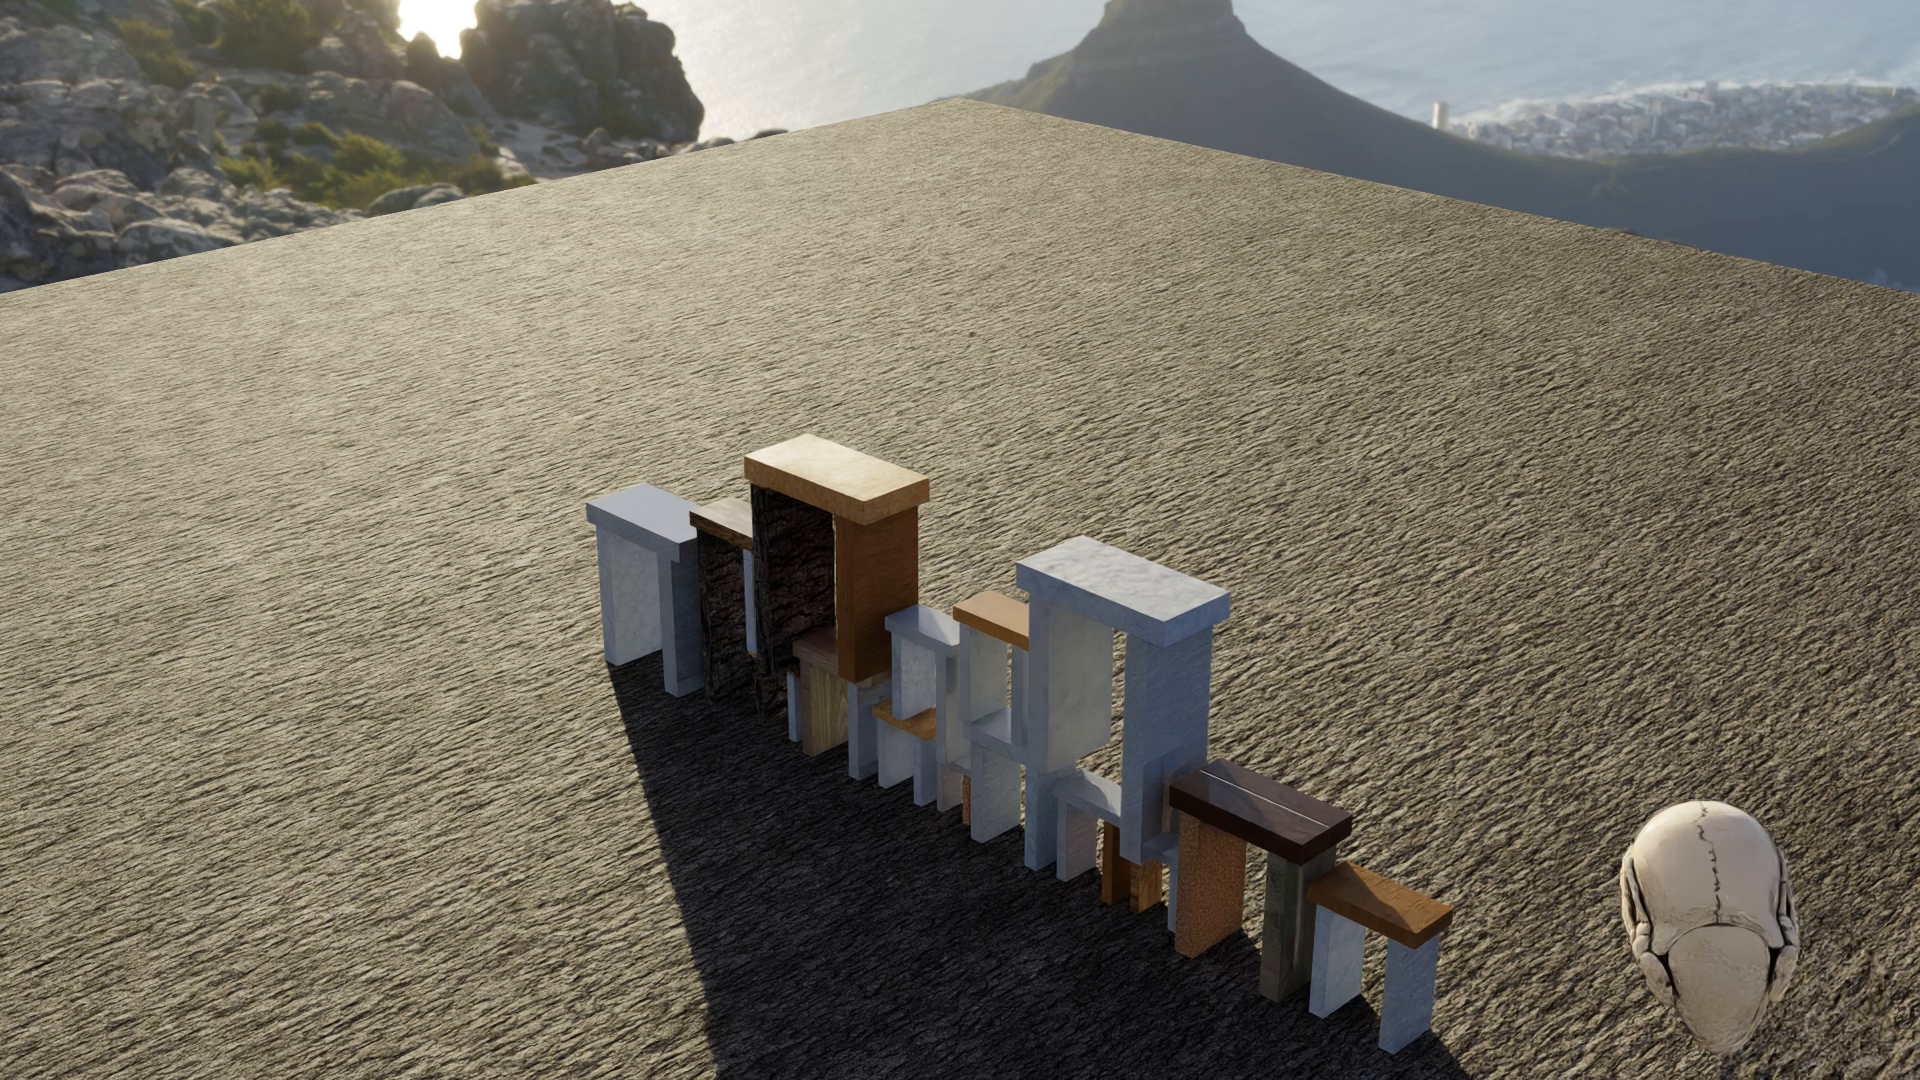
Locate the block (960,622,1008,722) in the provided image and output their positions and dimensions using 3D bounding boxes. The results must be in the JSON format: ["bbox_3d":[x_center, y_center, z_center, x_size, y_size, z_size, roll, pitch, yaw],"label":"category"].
[{"bbox_3d":[0.046,0.243,4.282,0.029,0.206,0.103,21,31,40],"label":"block"}]

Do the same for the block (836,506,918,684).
[{"bbox_3d":[-0.166,0.094,4.438,0.050,0.356,0.178,22,31,40],"label":"block"}]

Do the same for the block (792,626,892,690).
[{"bbox_3d":[-0.234,0.244,4.580,0.220,0.031,0.110,22,31,40],"label":"block"}]

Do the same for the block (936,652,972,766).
[{"bbox_3d":[-0.004,0.320,4.369,0.095,0.242,0.027,-21,31,-41],"label":"block"}]

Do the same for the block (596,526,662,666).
[{"bbox_3d":[-0.748,0.106,5.079,0.048,0.338,0.169,21,31,41],"label":"block"}]

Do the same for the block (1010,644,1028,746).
[{"bbox_3d":[0.143,0.281,4.193,0.029,0.206,0.103,21,31,40],"label":"block"}]

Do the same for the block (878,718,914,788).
[{"bbox_3d":[-0.133,0.428,4.550,0.022,0.158,0.079,21,31,41],"label":"block"}]

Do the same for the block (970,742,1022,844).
[{"bbox_3d":[0.072,0.480,4.349,0.031,0.220,0.110,21,31,41],"label":"block"}]

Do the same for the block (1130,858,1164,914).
[{"bbox_3d":[0.350,0.624,4.114,0.069,0.138,0.020,-21,31,-40],"label":"block"}]

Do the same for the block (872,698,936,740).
[{"bbox_3d":[-0.096,0.360,4.481,0.157,0.022,0.079,21,31,41],"label":"block"}]

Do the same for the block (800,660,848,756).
[{"bbox_3d":[-0.286,0.340,4.677,0.031,0.220,0.110,21,31,41],"label":"block"}]

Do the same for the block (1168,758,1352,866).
[{"bbox_3d":[0.524,0.473,3.852,0.290,0.041,0.145,21,31,41],"label":"block"}]

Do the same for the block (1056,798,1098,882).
[{"bbox_3d":[0.225,0.561,4.217,0.025,0.174,0.087,21,31,41],"label":"block"}]

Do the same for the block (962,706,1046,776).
[{"bbox_3d":[0.122,0.385,4.252,0.220,0.031,0.110,21,31,40],"label":"block"}]

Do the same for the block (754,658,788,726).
[{"bbox_3d":[-0.408,0.317,4.806,0.081,0.162,0.023,-21,31,-41],"label":"block"}]

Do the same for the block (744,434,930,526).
[{"bbox_3d":[-0.251,-0.125,4.434,0.356,0.050,0.178,21,31,40],"label":"block"}]

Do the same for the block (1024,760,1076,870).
[{"bbox_3d":[0.175,0.520,4.254,0.031,0.220,0.110,21,31,41],"label":"block"}]

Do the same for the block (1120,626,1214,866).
[{"bbox_3d":[0.371,0.351,3.957,0.177,0.448,0.050,-21,31,-40],"label":"block"}]

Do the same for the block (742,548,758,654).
[{"bbox_3d":[-0.405,0.116,4.711,0.034,0.237,0.118,21,31,40],"label":"block"}]

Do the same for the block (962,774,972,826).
[{"bbox_3d":[0.031,0.512,4.411,0.016,0.112,0.056,21,31,41],"label":"block"}]

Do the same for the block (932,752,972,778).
[{"bbox_3d":[0.005,0.443,4.411,0.112,0.016,0.056,21,31,41],"label":"block"}]

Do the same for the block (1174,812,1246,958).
[{"bbox_3d":[0.456,0.598,3.980,0.041,0.290,0.145,21,31,41],"label":"block"}]

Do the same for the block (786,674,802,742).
[{"bbox_3d":[-0.332,0.347,4.736,0.023,0.162,0.081,21,31,41],"label":"block"}]

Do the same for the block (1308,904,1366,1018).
[{"bbox_3d":[0.657,0.709,3.810,0.031,0.219,0.109,21,31,41],"label":"block"}]

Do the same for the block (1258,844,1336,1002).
[{"bbox_3d":[0.593,0.652,3.854,0.041,0.290,0.145,21,31,41],"label":"block"}]

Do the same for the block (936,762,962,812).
[{"bbox_3d":[-0.022,0.491,4.460,0.016,0.112,0.056,21,31,41],"label":"block"}]

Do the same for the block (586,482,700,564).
[{"bbox_3d":[-0.668,-0.041,4.931,0.338,0.048,0.169,21,31,41],"label":"block"}]

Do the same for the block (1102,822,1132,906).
[{"bbox_3d":[0.307,0.593,4.142,0.025,0.174,0.087,21,31,41],"label":"block"}]

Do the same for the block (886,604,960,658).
[{"bbox_3d":[-0.049,0.179,4.358,0.095,0.027,0.190,-21,31,-41],"label":"block"}]

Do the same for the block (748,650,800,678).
[{"bbox_3d":[-0.373,0.248,4.731,0.081,0.023,0.162,-21,31,-40],"label":"block"}]

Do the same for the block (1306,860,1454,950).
[{"bbox_3d":[0.708,0.614,3.714,0.219,0.031,0.109,21,31,41],"label":"block"}]

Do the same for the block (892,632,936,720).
[{"bbox_3d":[-0.094,0.261,4.441,0.027,0.190,0.095,21,31,41],"label":"block"}]

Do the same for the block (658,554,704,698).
[{"bbox_3d":[-0.589,0.168,4.933,0.048,0.338,0.169,21,31,41],"label":"block"}]

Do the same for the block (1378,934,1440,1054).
[{"bbox_3d":[0.760,0.749,3.715,0.031,0.219,0.109,21,31,41],"label":"block"}]

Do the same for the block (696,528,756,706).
[{"bbox_3d":[-0.515,0.156,4.853,0.034,0.422,0.118,21,31,41],"label":"block"}]

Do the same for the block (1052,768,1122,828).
[{"bbox_3d":[0.266,0.485,4.141,0.174,0.025,0.087,21,31,41],"label":"block"}]

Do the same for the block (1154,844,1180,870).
[{"bbox_3d":[0.378,0.565,4.052,0.069,0.020,0.138,-21,31,-40],"label":"block"}]

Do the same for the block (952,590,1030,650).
[{"bbox_3d":[0.095,0.153,4.192,0.206,0.029,0.103,21,31,40],"label":"block"}]

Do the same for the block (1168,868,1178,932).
[{"bbox_3d":[0.415,0.649,4.054,0.069,0.138,0.020,-22,31,-40],"label":"block"}]

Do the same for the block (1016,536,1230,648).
[{"bbox_3d":[0.289,0.088,3.938,0.177,0.050,0.355,-21,31,-40],"label":"block"}]

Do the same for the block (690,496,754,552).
[{"bbox_3d":[-0.459,-0.031,4.712,0.118,0.034,0.237,-21,31,-40],"label":"block"}]

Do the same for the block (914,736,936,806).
[{"bbox_3d":[-0.059,0.457,4.482,0.022,0.157,0.079,21,31,41],"label":"block"}]

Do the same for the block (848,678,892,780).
[{"bbox_3d":[-0.182,0.381,4.581,0.031,0.220,0.110,21,31,41],"label":"block"}]

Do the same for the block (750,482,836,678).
[{"bbox_3d":[-0.346,0.062,4.598,0.050,0.423,0.178,21,31,40],"label":"block"}]

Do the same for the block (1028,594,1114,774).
[{"bbox_3d":[0.207,0.242,4.094,0.177,0.355,0.050,-21,31,-40],"label":"block"}]
